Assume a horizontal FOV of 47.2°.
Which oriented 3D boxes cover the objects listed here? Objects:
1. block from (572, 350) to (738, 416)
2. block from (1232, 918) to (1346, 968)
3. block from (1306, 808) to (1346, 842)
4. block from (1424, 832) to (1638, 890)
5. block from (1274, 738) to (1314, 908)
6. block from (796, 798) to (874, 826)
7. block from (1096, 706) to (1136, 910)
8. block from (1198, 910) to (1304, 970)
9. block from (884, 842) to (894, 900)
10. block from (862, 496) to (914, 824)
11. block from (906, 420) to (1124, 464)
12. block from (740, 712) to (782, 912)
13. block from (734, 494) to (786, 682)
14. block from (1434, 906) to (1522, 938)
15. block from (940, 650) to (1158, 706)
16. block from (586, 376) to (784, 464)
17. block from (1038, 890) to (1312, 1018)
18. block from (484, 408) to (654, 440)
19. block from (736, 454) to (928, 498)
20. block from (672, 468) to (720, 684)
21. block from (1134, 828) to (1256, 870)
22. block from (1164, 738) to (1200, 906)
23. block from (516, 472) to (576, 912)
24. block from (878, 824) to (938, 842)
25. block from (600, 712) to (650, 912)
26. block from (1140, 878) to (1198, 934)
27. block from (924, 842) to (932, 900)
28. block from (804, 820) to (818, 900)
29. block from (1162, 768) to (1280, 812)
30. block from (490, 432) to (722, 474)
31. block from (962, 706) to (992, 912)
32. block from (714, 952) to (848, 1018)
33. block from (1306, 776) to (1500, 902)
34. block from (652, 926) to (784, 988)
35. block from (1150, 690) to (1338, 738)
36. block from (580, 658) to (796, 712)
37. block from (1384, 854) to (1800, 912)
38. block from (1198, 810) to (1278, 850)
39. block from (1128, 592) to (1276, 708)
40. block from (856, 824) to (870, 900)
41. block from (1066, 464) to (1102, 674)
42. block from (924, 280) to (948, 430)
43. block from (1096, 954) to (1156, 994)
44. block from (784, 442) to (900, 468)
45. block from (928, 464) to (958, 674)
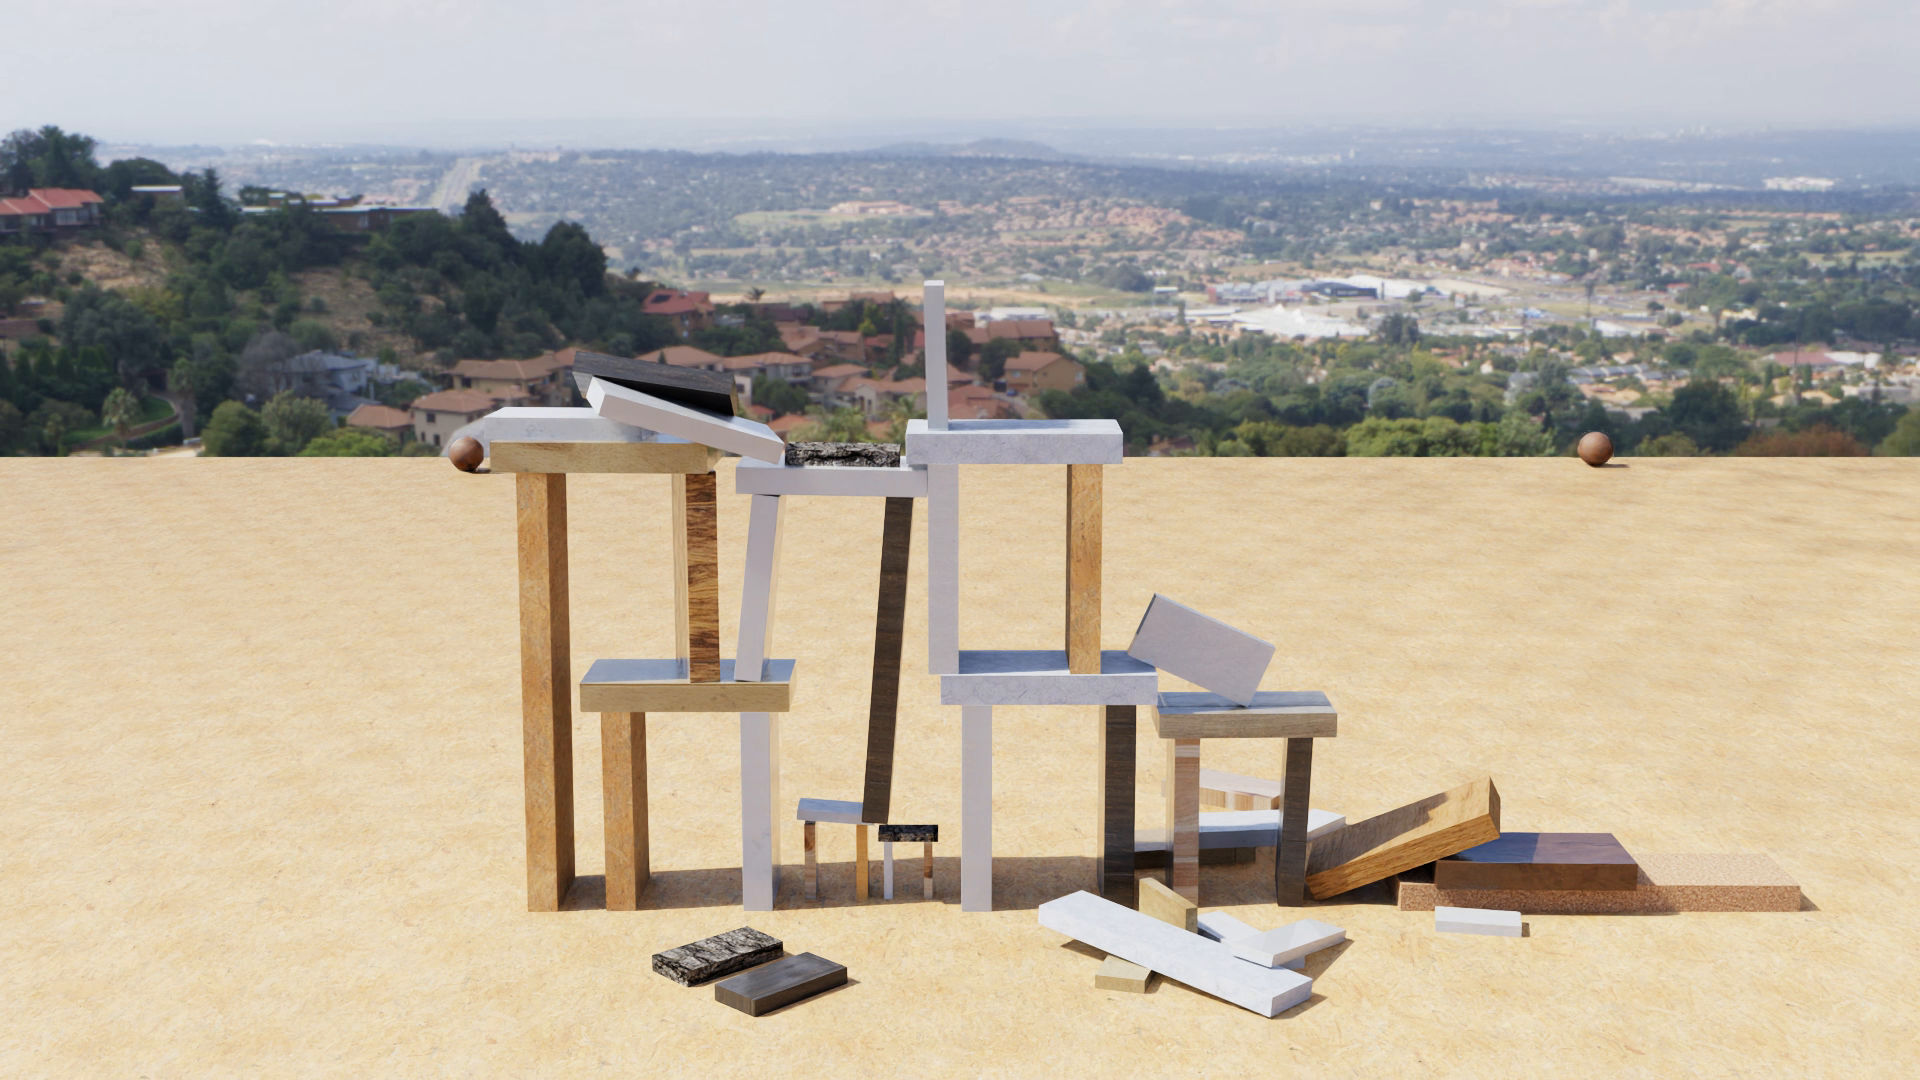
[{"bbox_3d":[-0.484,-0.246,3.515,0.251,0.036,0.126,8,-16,1],"label":"block"},{"bbox_3d":[0.505,0.614,3.363,0.067,0.019,0.260,13,7,34],"label":"block"},{"bbox_3d":[0.638,0.519,4.000,0.067,0.019,0.133,9,14,41],"label":"block"},{"bbox_3d":[0.933,0.529,3.626,0.320,0.045,0.160,0,11,1],"label":"block"},{"bbox_3d":[0.553,0.447,3.648,0.041,0.287,0.144,3,11,6],"label":"block"},{"bbox_3d":[-0.204,0.450,3.645,0.129,0.018,0.064,5,11,-1],"label":"block"},{"bbox_3d":[0.258,0.419,3.638,0.049,0.347,0.174,0,11,0],"label":"block"},{"bbox_3d":[0.438,0.626,3.419,0.075,0.021,0.218,-6,12,-29],"label":"block"},{"bbox_3d":[-0.119,0.542,3.657,0.014,0.099,0.050,0,11,0],"label":"block"},{"bbox_3d":[-0.116,0.183,3.595,0.043,0.538,0.151,5,11,0],"label":"block"},{"bbox_3d":[0.086,-0.158,3.532,0.340,0.048,0.170,0,11,0],"label":"block"},{"bbox_3d":[-0.329,0.425,3.639,0.047,0.335,0.167,0,11,0],"label":"block"},{"bbox_3d":[-0.323,0.064,3.571,0.043,0.302,0.151,7,11,0],"label":"block"},{"bbox_3d":[0.827,0.610,3.512,0.133,0.019,0.067,2,11,12],"label":"block"},{"bbox_3d":[0.143,0.224,3.601,0.347,0.049,0.174,0,11,0],"label":"block"},{"bbox_3d":[-0.432,-0.188,3.458,0.295,0.036,0.126,15,11,-22],"label":"block"},{"bbox_3d":[0.319,0.620,3.320,0.432,0.030,0.107,15,16,39],"label":"block"},{"bbox_3d":[-0.622,-0.186,3.524,0.251,0.036,0.126,1,11,3],"label":"block"},{"bbox_3d":[-0.202,-0.105,3.540,0.302,0.043,0.151,1,11,0],"label":"block"},{"bbox_3d":[-0.430,0.045,3.574,0.048,0.341,0.171,-3,11,-15],"label":"block"},{"bbox_3d":[0.391,0.538,3.861,0.229,0.032,0.114,-2,11,-12],"label":"block"},{"bbox_3d":[0.368,0.448,3.647,0.041,0.287,0.144,0,11,0],"label":"block"},{"bbox_3d":[-0.676,0.235,3.601,0.048,0.723,0.171,1,11,0],"label":"block"},{"bbox_3d":[-0.085,0.486,3.647,0.099,0.014,0.050,0,11,0],"label":"block"},{"bbox_3d":[-0.553,0.425,3.639,0.047,0.335,0.167,0,11,0],"label":"block"},{"bbox_3d":[0.327,0.591,3.460,0.021,0.075,0.149,-5,11,-23],"label":"block"},{"bbox_3d":[-0.052,0.542,3.657,0.014,0.099,0.050,0,11,0],"label":"block"},{"bbox_3d":[-0.247,0.526,3.659,0.018,0.129,0.064,0,11,0],"label":"block"},{"bbox_3d":[0.512,0.477,4.188,0.229,0.032,0.114,7,12,32],"label":"block"},{"bbox_3d":[-0.564,-0.144,3.525,0.341,0.048,0.171,0,11,1],"label":"block"},{"bbox_3d":[0.027,0.419,3.638,0.049,0.347,0.174,0,11,0],"label":"block"},{"bbox_3d":[-0.263,0.655,3.248,0.090,0.026,0.181,10,15,43],"label":"block"},{"bbox_3d":[0.736,0.495,3.648,0.320,0.045,0.160,-23,9,19],"label":"block"},{"bbox_3d":[-0.369,0.635,3.357,0.181,0.026,0.090,-10,14,-42],"label":"block"},{"bbox_3d":[0.464,0.287,3.615,0.287,0.041,0.144,0,10,0],"label":"block"},{"bbox_3d":[-0.441,0.238,3.604,0.335,0.047,0.167,0,11,0],"label":"block"},{"bbox_3d":[1.043,0.569,3.659,0.648,0.045,0.160,0,11,0],"label":"block"},{"bbox_3d":[0.484,0.507,3.855,0.214,0.030,0.107,-1,11,-7],"label":"block"},{"bbox_3d":[0.393,0.179,3.577,0.214,0.107,0.030,24,9,-4],"label":"block"},{"bbox_3d":[-0.161,0.526,3.658,0.018,0.129,0.064,0,11,0],"label":"block"},{"bbox_3d":[0.200,0.032,3.568,0.048,0.340,0.170,0,11,0],"label":"block"},{"bbox_3d":[-0.038,-0.295,3.509,0.032,0.229,0.114,-2,11,0],"label":"block"},{"bbox_3d":[0.258,0.644,3.321,0.075,0.021,0.149,3,11,17],"label":"block"},{"bbox_3d":[-0.187,-0.138,3.531,0.181,0.026,0.090,1,11,0],"label":"block"},{"bbox_3d":[-0.027,0.032,3.568,0.048,0.340,0.170,0,11,0],"label":"block"}]
